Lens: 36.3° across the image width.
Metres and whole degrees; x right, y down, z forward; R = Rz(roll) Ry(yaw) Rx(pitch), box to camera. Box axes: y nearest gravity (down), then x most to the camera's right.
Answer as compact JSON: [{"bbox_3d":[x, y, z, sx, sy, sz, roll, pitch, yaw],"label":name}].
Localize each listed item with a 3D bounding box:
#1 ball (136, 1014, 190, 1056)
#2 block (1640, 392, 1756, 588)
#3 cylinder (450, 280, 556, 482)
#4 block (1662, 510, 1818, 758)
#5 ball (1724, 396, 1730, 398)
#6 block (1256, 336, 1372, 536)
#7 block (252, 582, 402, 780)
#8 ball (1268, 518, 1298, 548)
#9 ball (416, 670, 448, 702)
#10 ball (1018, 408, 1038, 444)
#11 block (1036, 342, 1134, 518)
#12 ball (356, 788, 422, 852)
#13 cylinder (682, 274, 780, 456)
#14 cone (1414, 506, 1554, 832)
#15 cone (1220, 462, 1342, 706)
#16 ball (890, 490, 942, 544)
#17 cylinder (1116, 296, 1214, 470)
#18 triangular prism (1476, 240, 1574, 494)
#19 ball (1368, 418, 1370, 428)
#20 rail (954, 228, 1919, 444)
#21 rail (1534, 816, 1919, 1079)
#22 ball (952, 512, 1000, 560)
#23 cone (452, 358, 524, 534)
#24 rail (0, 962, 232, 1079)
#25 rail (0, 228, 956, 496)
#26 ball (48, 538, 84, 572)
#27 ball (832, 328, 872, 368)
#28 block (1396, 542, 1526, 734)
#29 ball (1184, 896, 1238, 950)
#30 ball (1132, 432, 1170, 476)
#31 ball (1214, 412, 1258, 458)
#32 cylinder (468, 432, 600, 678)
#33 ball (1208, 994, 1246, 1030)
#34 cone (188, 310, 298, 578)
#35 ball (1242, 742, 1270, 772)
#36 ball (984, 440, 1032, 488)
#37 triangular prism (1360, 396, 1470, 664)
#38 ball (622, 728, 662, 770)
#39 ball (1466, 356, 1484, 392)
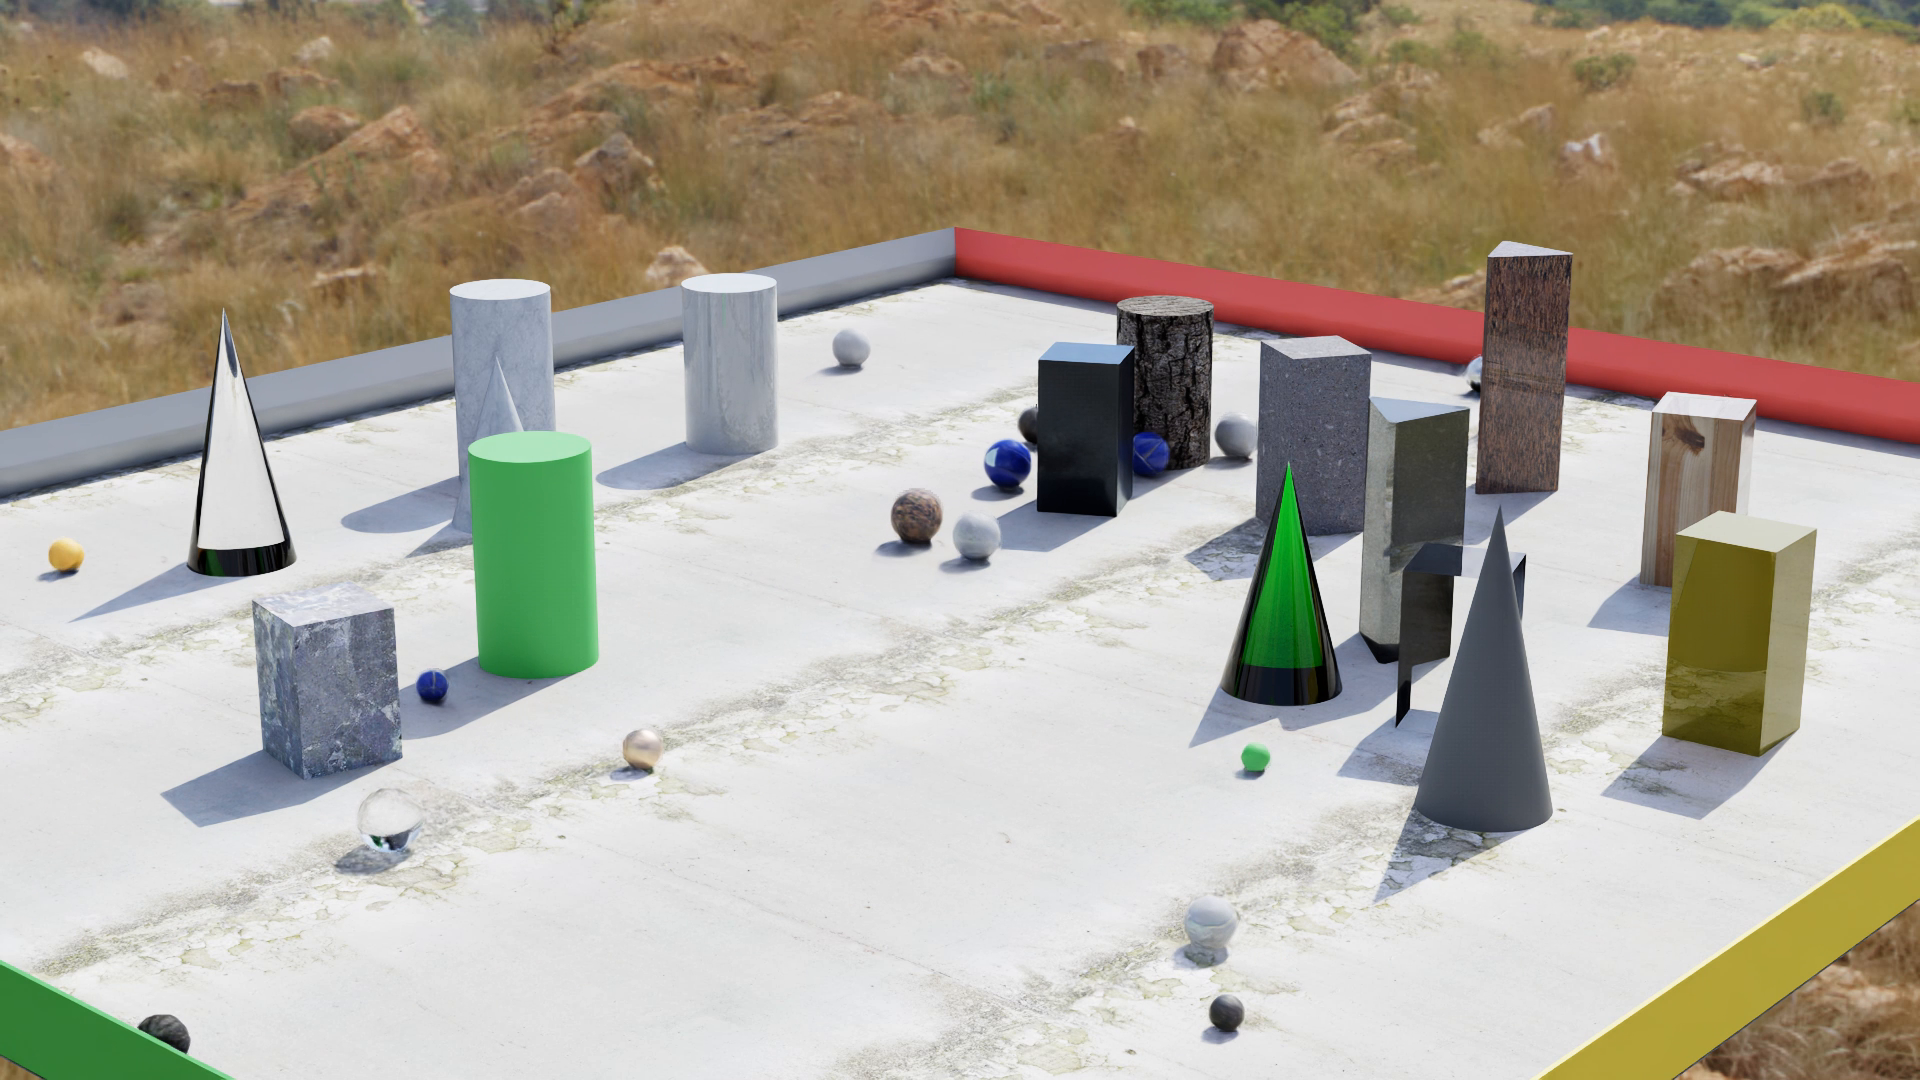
[{"bbox_3d":[-0.927,0.583,3.402,0.066,0.066,0.066,0,17,0],"label":"ball"},{"bbox_3d":[1.306,-0.085,5.187,0.156,0.314,0.156,7,18,22],"label":"block"},{"bbox_3d":[-0.903,-0.309,5.810,0.195,0.383,0.195,0,17,0],"label":"cylinder"},{"bbox_3d":[1.177,0.140,4.432,0.156,0.320,0.156,12,21,35],"label":"block"},{"bbox_3d":[1.653,-0.290,6.336,0.044,0.044,0.044,0,17,0],"label":"ball"},{"bbox_3d":[0.661,-0.195,5.502,0.156,0.342,0.156,-5,17,-16],"label":"block"},{"bbox_3d":[-0.939,0.207,4.355,0.156,0.236,0.156,-11,20,-33],"label":"block"},{"bbox_3d":[0.595,-0.012,5.394,0.055,0.055,0.055,0,17,0],"label":"ball"},{"bbox_3d":[-0.829,0.230,4.602,0.049,0.049,0.049,0,17,0],"label":"ball"},{"bbox_3d":[0.160,-0.239,6.108,0.077,0.077,0.077,0,17,0],"label":"ball"},{"bbox_3d":[0.242,-0.214,5.641,0.156,0.299,0.156,4,17,14],"label":"block"},{"bbox_3d":[-0.782,0.384,4.021,0.089,0.089,0.089,0,17,0],"label":"ball"},{"bbox_3d":[-0.474,-0.365,6.069,0.195,0.340,0.195,0,17,0],"label":"cylinder"},{"bbox_3d":[0.748,0.165,4.122,0.195,0.451,0.195,0,17,0],"label":"cone"},{"bbox_3d":[0.513,0.054,4.627,0.195,0.371,0.195,0,17,0],"label":"cone"},{"bbox_3d":[-0.080,-0.043,5.422,0.098,0.098,0.098,0,17,0],"label":"ball"},{"bbox_3d":[0.414,-0.321,5.963,0.195,0.318,0.195,0,17,0],"label":"cylinder"},{"bbox_3d":[1.083,-0.341,5.761,0.169,0.473,0.147,-3,17,-9],"label":"triangular prism"},{"bbox_3d":[0.884,-0.244,6.159,0.057,0.057,0.057,0,17,0],"label":"ball"},{"bbox_3d":[1.347,-0.416,6.605,3.649,0.127,0.045,14,22,39],"label":"rail"},{"bbox_3d":[1.360,0.373,3.990,0.045,0.127,4.157,14,22,39],"label":"rail"},{"bbox_3d":[0.029,-0.006,5.317,0.088,0.088,0.088,0,17,0],"label":"ball"},{"bbox_3d":[-0.866,-0.191,5.522,0.195,0.323,0.195,0,17,0],"label":"cone"},{"bbox_3d":[-1.347,0.480,3.635,3.649,0.127,0.045,14,22,39],"label":"rail"},{"bbox_3d":[-1.360,-0.309,6.250,0.045,0.127,4.157,14,22,39],"label":"rail"},{"bbox_3d":[-1.600,0.027,5.251,0.062,0.062,0.062,0,17,0],"label":"ball"},{"bbox_3d":[-0.250,-0.444,6.763,0.092,0.092,0.092,0,17,0],"label":"ball"},{"bbox_3d":[0.768,0.155,4.495,0.156,0.254,0.156,6,18,21],"label":"block"},{"bbox_3d":[0.318,0.485,3.720,0.069,0.069,0.069,0,17,0],"label":"ball"},{"bbox_3d":[0.376,-0.172,5.862,0.090,0.090,0.090,0,17,0],"label":"ball"},{"bbox_3d":[0.568,-0.213,5.991,0.096,0.096,0.096,0,17,0],"label":"ball"},{"bbox_3d":[-0.689,0.023,4.750,0.195,0.360,0.195,0,17,0],"label":"cylinder"},{"bbox_3d":[0.319,0.565,3.502,0.043,0.043,0.043,0,17,0],"label":"ball"},{"bbox_3d":[-1.303,-0.188,5.255,0.195,0.472,0.195,0,17,0],"label":"cone"},{"bbox_3d":[0.435,0.319,4.317,0.042,0.042,0.042,0,17,0],"label":"ball"},{"bbox_3d":[0.095,-0.150,5.780,0.097,0.097,0.097,0,17,0],"label":"ball"},{"bbox_3d":[0.716,-0.024,4.825,0.169,0.406,0.147,-11,20,-32],"label":"triangular prism"},{"bbox_3d":[-0.469,0.308,4.324,0.059,0.059,0.059,0,17,0],"label":"ball"},{"bbox_3d":[1.166,-0.368,6.528,0.081,0.081,0.081,0,17,0],"label":"ball"}]
